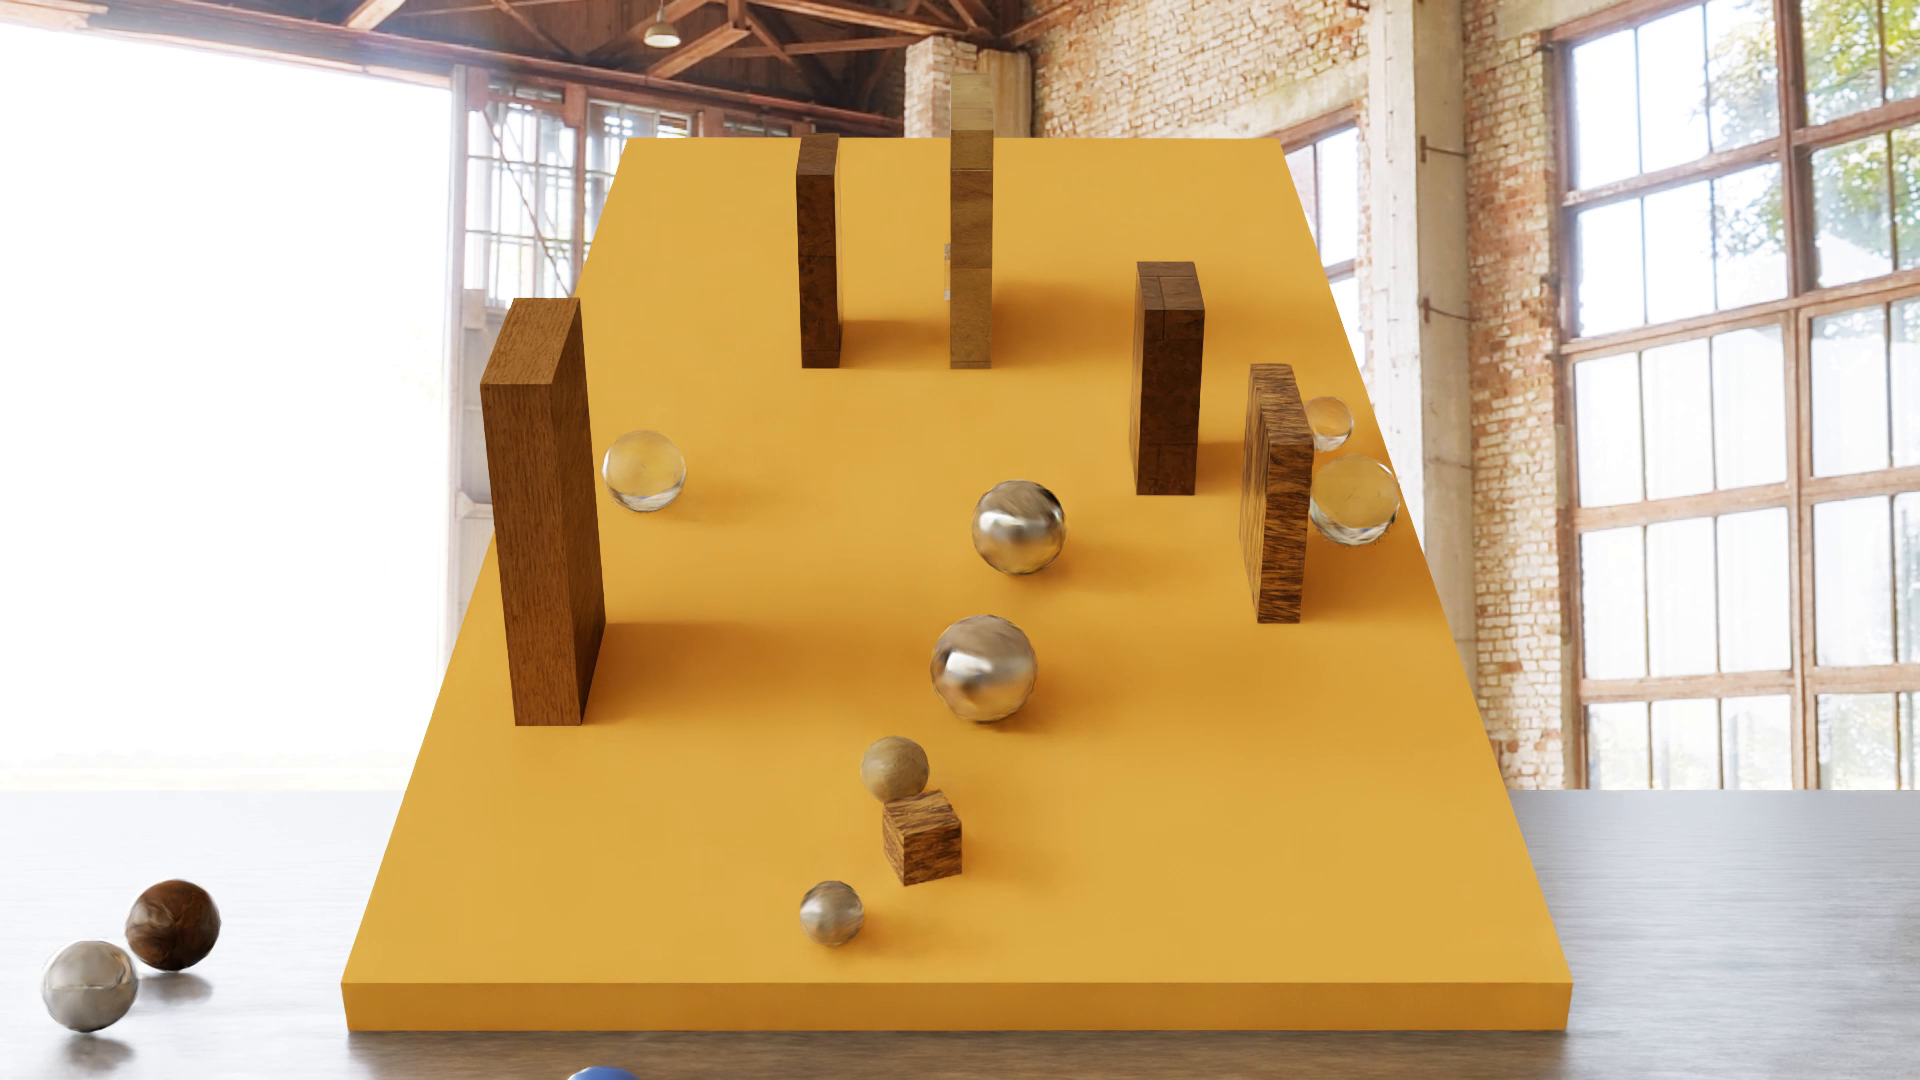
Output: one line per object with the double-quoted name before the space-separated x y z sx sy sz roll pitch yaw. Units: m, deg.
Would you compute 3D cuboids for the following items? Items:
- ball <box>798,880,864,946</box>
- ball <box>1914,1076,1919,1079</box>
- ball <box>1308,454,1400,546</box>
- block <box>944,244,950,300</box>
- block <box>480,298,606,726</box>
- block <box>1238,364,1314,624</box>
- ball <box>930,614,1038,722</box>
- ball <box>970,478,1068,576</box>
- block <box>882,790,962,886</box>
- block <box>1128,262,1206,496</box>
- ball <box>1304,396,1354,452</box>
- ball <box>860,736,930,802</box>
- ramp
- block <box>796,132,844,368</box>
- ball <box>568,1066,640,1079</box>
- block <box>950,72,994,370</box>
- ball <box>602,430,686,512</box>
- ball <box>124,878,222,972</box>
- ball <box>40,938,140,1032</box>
"ball" -0.212 0.616 3.969 0.108 0.108 0.108 0 -6 0
"ball" 0.812 0.504 1.895 0.185 0.185 0.185 0 -6 0
"ball" 0.840 -0.084 5.137 0.195 0.195 0.195 0 -6 0
"block" 0.016 -0.705 6.323 0.114 0.114 0.114 0 29 0
"block" -0.779 -0.053 4.539 0.125 0.715 0.379 0 29 0
"block" 0.647 -0.099 4.945 0.085 0.408 0.371 0 29 0
"ball" 0.045 0.242 4.541 0.204 0.204 0.204 0 -6 0
"ball" 0.123 -0.027 5.023 0.202 0.202 0.202 0 -6 0
"block" -0.065 0.514 4.152 0.107 0.107 0.107 -10 31 -18
"block" 0.459 -0.361 5.368 0.129 0.451 0.266 0 29 0
"ball" 0.822 -0.262 5.422 0.127 0.127 0.127 0 -6 0
"ball" -0.117 0.413 4.316 0.124 0.124 0.124 0 -6 0
"ramp" -0.012 -0.215 5.668 2.000 0.100 4.000 0 29 0
"block" -0.345 -0.715 5.940 0.092 0.505 0.290 0 29 0
"ball" -0.366 0.597 2.463 0.115 0.115 0.115 0 -6 0
"block" 0.026 -0.794 5.967 0.101 0.617 0.420 0 29 0
"ball" -0.691 -0.150 5.260 0.181 0.181 0.181 0 -6 0
"ball" -1.700 0.831 5.193 0.200 0.200 0.200 0 -6 0
"ball" -1.420 0.727 3.926 0.152 0.152 0.152 0 -6 0
